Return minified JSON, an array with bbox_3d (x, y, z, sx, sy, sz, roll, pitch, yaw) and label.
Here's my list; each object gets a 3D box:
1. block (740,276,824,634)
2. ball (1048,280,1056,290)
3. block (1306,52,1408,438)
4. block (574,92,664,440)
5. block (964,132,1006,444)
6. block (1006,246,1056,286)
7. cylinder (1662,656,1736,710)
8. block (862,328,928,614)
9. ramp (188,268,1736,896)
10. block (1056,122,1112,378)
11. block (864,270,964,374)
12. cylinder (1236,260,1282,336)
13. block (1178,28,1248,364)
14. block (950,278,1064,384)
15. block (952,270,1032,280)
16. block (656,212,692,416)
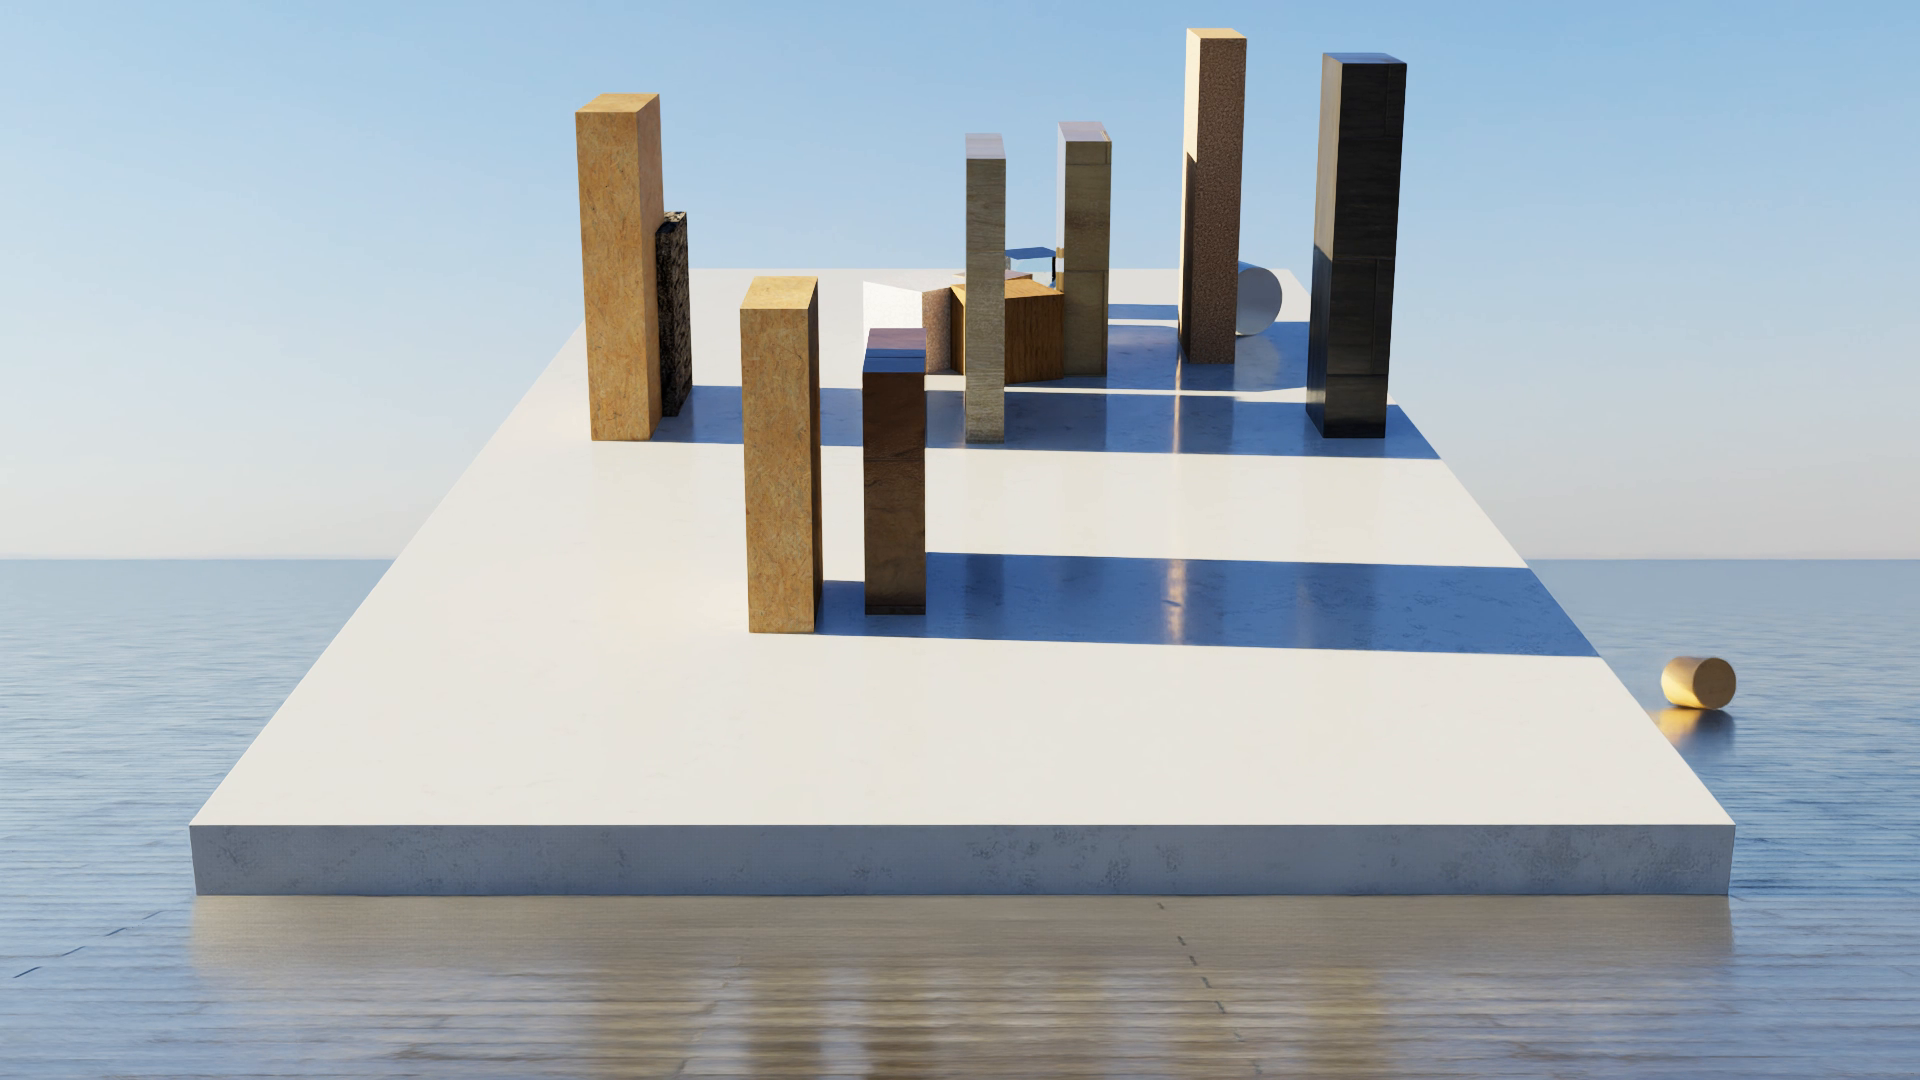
[{"bbox_3d":[-0.287,-0.144,3.631,0.105,0.529,0.274,0,17,0],"label":"block"},{"bbox_3d":[0.294,-0.607,5.748,0.162,0.162,0.162,0,0,0],"label":"ball"},{"bbox_3d":[0.844,-0.632,4.771,0.132,0.789,0.251,0,17,0],"label":"block"},{"bbox_3d":[-0.723,-0.597,4.818,0.125,0.692,0.375,0,17,0],"label":"block"},{"bbox_3d":[0.052,-0.555,4.837,0.081,0.602,0.432,0,17,0],"label":"block"},{"bbox_3d":[0.191,-0.705,6.075,0.156,0.156,0.156,-8,19,-24],"label":"block"},{"bbox_3d":[2.131,0.410,6.420,0.147,0.147,0.147,0,0,-17],"label":"cylinder"},{"bbox_3d":[-0.107,-0.123,3.768,0.100,0.409,0.344,0,17,0],"label":"block"},{"bbox_3d":[-0.003,-0.177,4.801,2.000,0.100,4.000,0,17,0],"label":"ramp"},{"bbox_3d":[0.297,-0.715,5.425,0.107,0.559,0.393,0,17,0],"label":"block"},{"bbox_3d":[-0.093,-0.534,5.445,0.201,0.201,0.201,16,23,42],"label":"block"},{"bbox_3d":[0.721,-0.642,5.830,0.178,0.178,0.178,0,16,-26],"label":"cylinder"},{"bbox_3d":[0.619,-0.852,5.492,0.110,0.782,0.306,0,17,0],"label":"block"},{"bbox_3d":[0.112,-0.498,5.323,0.206,0.206,0.206,-7,19,-22],"label":"block"},{"bbox_3d":[0.085,-0.621,5.815,0.149,0.149,0.149,14,22,39],"label":"block"},{"bbox_3d":[-0.686,-0.515,5.030,0.115,0.409,0.306,0,17,0],"label":"block"}]
